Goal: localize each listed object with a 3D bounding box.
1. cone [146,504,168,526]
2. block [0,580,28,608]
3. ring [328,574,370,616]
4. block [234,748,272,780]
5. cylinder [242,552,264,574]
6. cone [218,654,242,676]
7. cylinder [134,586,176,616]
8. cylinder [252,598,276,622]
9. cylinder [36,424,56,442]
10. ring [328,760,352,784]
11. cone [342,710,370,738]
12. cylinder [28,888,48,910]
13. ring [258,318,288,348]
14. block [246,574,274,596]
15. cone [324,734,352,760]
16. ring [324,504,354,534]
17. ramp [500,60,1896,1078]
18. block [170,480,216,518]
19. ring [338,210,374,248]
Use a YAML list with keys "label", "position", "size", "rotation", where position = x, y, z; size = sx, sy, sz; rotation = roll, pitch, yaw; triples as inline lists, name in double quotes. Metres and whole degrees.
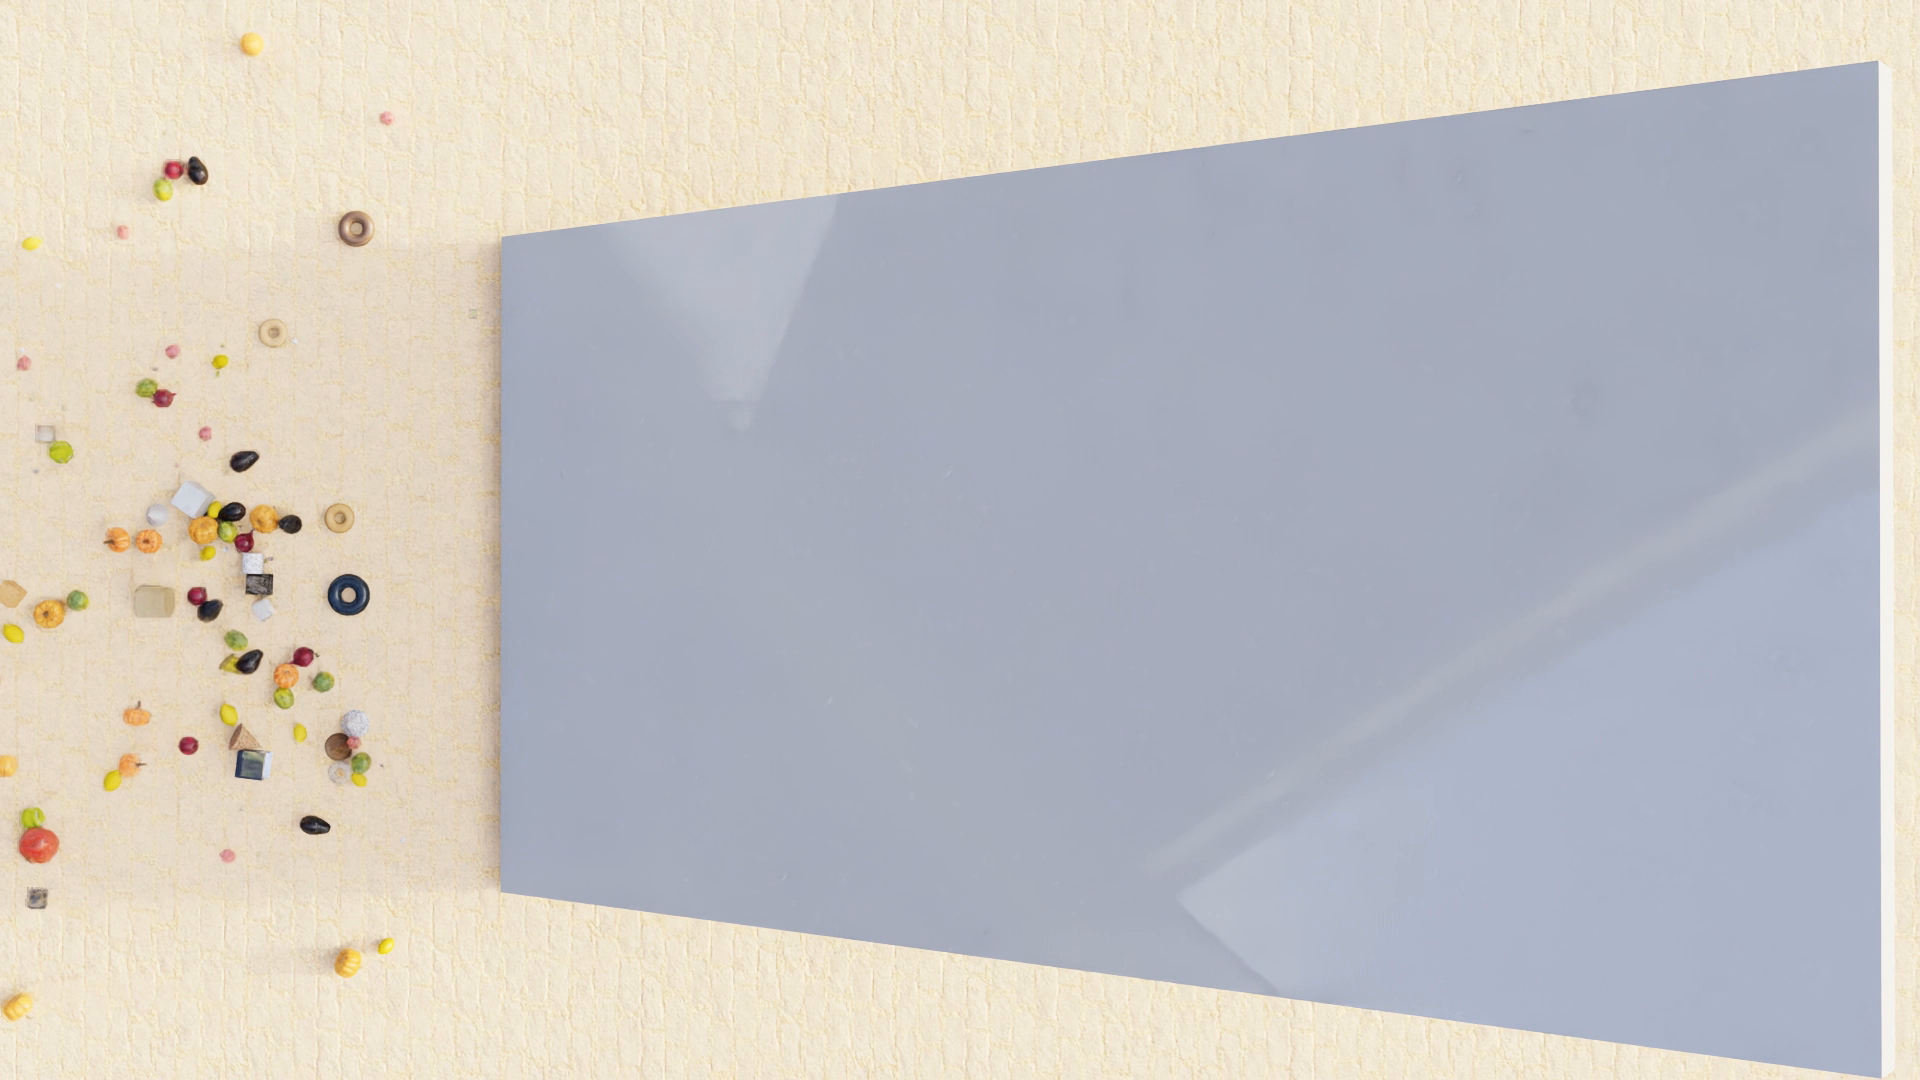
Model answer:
- label: "cone"
  position: [-2.479, -0.076, 6.753]
  size: [0.072, 0.072, 0.072]
  rotation: [0, 90, 0]
- label: "block"
  position: [-2.918, 0.166, 6.757]
  size: [0.060, 0.060, 0.060]
  rotation: [38, 90, 0]
- label: "ring"
  position: [-1.880, 0.169, 6.766]
  size: [0.131, 0.044, 0.131]
  rotation: [0, 90, -1]
- label: "block"
  position: [-2.165, 0.688, 6.742]
  size: [0.082, 0.082, 0.082]
  rotation: [7, 90, 0]
- label: "cylinder"
  position: [-2.172, 0.072, 6.757]
  size: [0.062, 0.062, 0.062]
  rotation: [3, 90, 0]
- label: "cone"
  position: [-2.236, 0.396, 6.771]
  size: [0.066, 0.066, 0.066]
  rotation: [-39, 116, 0]
- label: "cylinder"
  position: [-2.469, 0.188, 6.740]
  size: [0.093, 0.093, 0.093]
  rotation: [0, 90, 0]
- label: "cylinder"
  position: [-2.137, 0.215, 6.761]
  size: [0.051, 0.051, 0.051]
  rotation: [-33, 90, 0]
- label: "cylinder"
  position: [-2.811, -0.328, 6.765]
  size: [0.052, 0.052, 0.052]
  rotation: [1, 90, 0]
- label: "ring"
  position: [-1.908, 0.716, 6.771]
  size: [0.076, 0.025, 0.076]
  rotation: [0, 91, 0]
- label: "cone"
  position: [-1.865, 0.567, 6.740]
  size: [0.088, 0.088, 0.088]
  rotation: [0, 90, 0]
- label: "cylinder"
  position: [-2.831, 1.103, 6.754]
  size: [0.053, 0.053, 0.053]
  rotation: [12, 98, 0]
- label: "ring"
  position: [-2.118, -0.638, 6.778]
  size: [0.089, 0.030, 0.089]
  rotation: [0, 90, -1]
- label: "block"
  position: [-2.152, 0.136, 6.755]
  size: [0.064, 0.064, 0.064]
  rotation: [3, 90, 0]
- label: "cone"
  position: [-1.917, 0.638, 6.740]
  size: [0.086, 0.086, 0.086]
  rotation: [0, 90, 0]
- label: "ring"
  position: [-1.911, -0.067, 6.773]
  size: [0.094, 0.031, 0.094]
  rotation: [0, 89, 1]
- label: "ramp"
  position: [0.233, 0.065, 5.553]
  size: [4.000, 0.100, 2.000]
  rotation: [0, 89, 37]
- label: "block"
  position: [-2.352, -0.124, 6.748]
  size: [0.083, 0.083, 0.083]
  rotation: [35, 90, 0]
- label: "ring"
  position: [-1.860, -0.959, 6.777]
  size: [0.113, 0.038, 0.113]
  rotation: [0, 91, 0]
